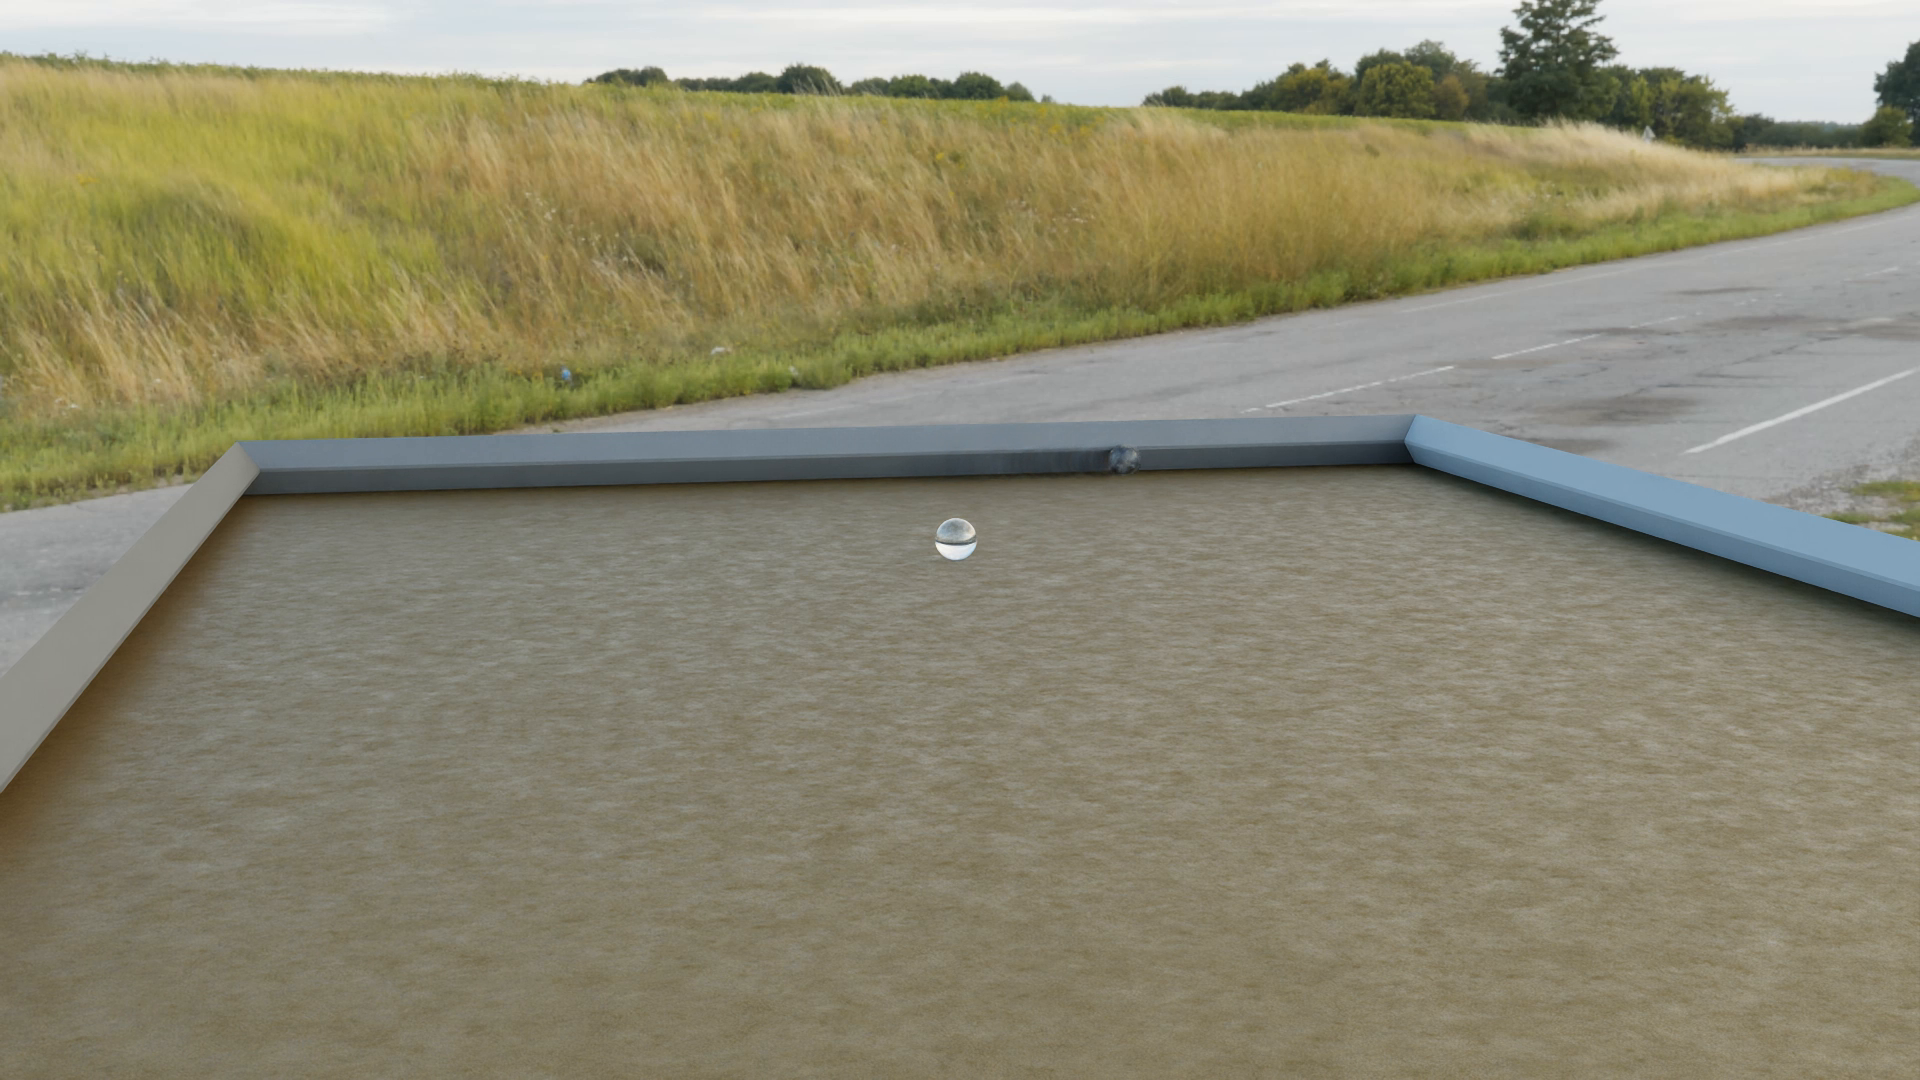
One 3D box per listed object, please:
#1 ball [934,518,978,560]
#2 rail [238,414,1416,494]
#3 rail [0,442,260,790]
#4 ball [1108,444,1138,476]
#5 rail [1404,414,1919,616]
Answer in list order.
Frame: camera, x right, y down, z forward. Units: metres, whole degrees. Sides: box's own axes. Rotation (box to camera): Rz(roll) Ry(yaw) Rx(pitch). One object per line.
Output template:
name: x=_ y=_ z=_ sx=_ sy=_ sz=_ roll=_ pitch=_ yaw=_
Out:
ball: x=-0.006 y=-0.001 z=3.381 sx=0.065 sy=0.065 sz=0.065 roll=0 pitch=9 yaw=0
rail: x=-0.194 y=-0.169 z=4.296 sx=2.337 sy=0.099 sz=0.045 roll=-2 pitch=9 yaw=-12
rail: x=-0.922 y=0.173 z=2.205 sx=0.045 sy=0.099 sz=3.898 roll=-2 pitch=9 yaw=-12
ball: x=0.323 y=-0.159 z=4.356 sx=0.062 sy=0.062 sz=0.062 roll=0 pitch=9 yaw=0
rail: x=1.319 y=0.098 z=2.666 sx=0.045 sy=0.099 sz=3.898 roll=-2 pitch=9 yaw=-12
